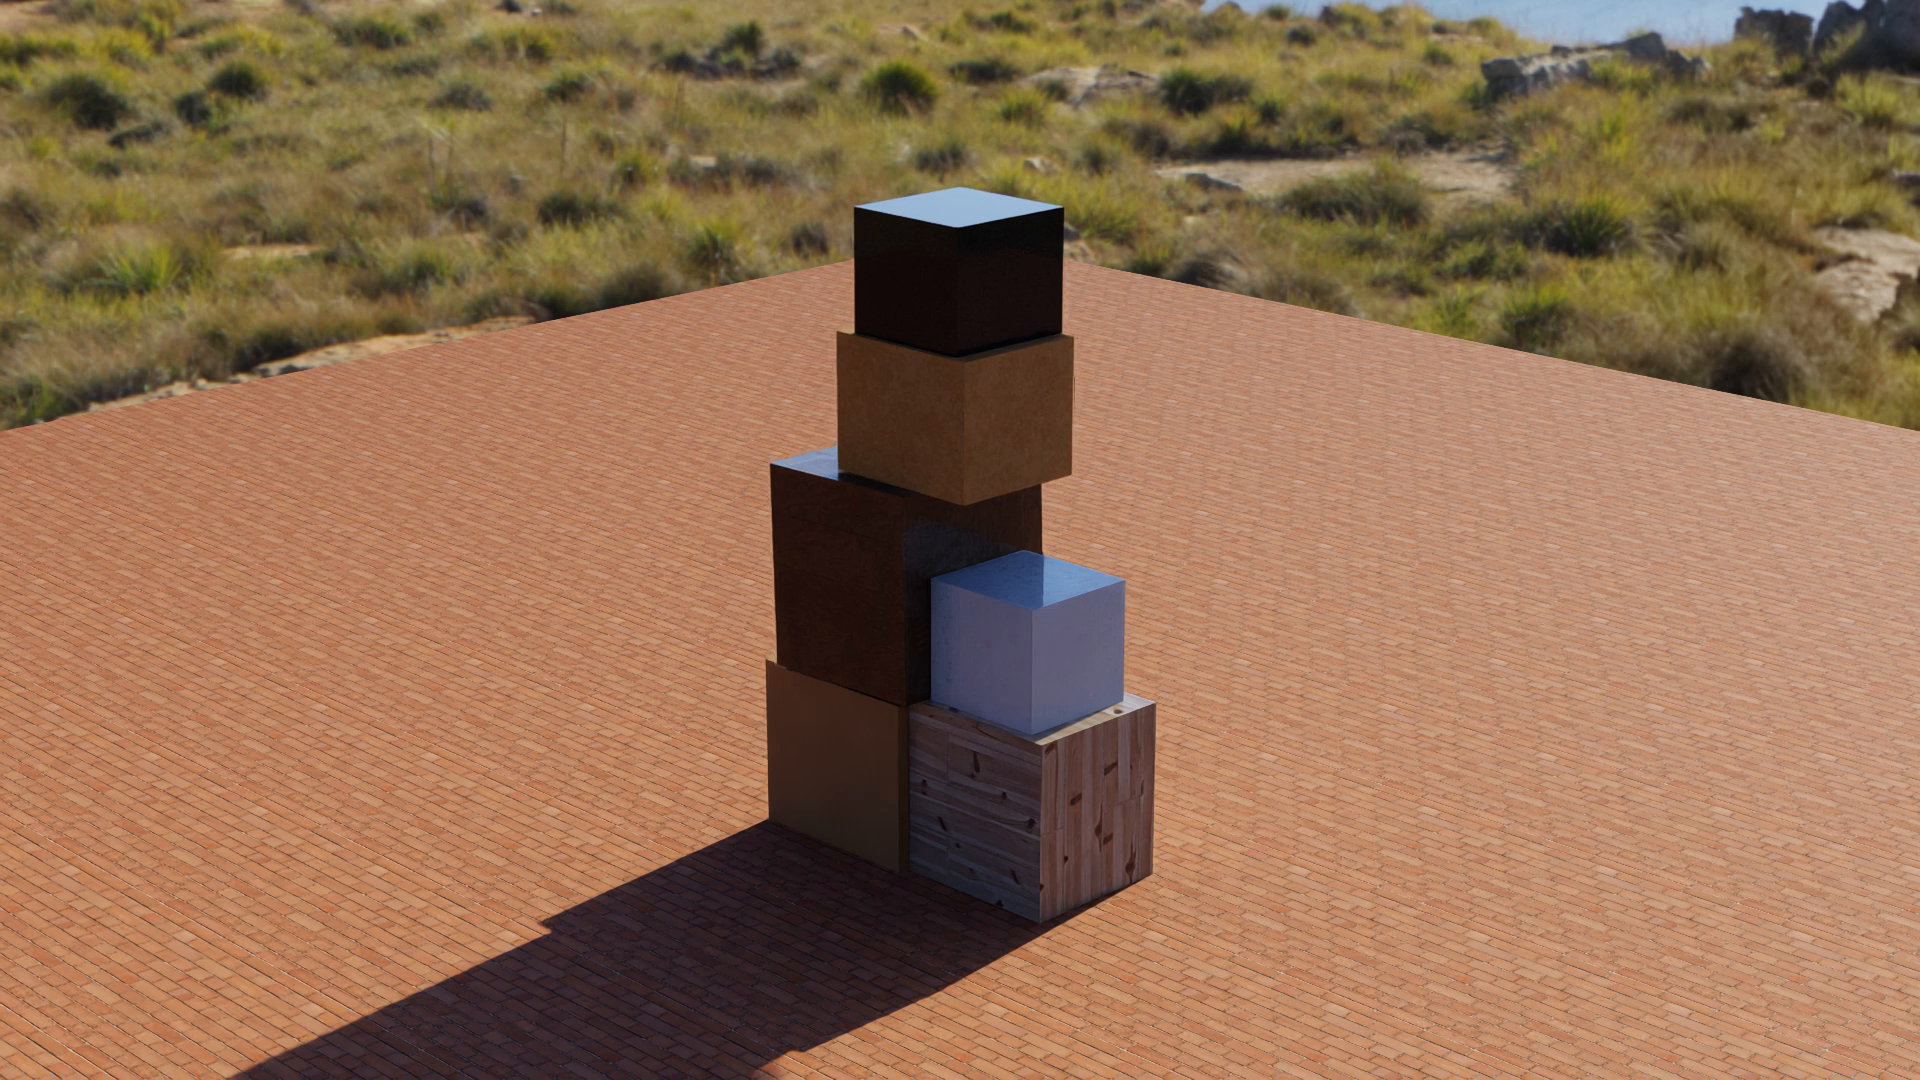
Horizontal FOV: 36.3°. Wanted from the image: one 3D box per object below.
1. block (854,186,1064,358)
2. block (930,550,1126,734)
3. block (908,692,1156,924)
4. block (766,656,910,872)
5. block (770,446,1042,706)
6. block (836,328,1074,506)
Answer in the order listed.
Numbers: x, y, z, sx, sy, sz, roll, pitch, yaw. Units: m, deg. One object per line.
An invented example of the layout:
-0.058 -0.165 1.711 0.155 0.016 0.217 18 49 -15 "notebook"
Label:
-0.006 -1.196 12.989 0.662 0.569 0.646 -17 24 -42 "block"
0.304 0.449 13.150 0.601 0.576 0.627 -17 24 -42 "block"
0.327 1.125 13.361 0.754 0.842 0.826 -17 24 -42 "block"
-0.295 0.954 13.951 0.861 0.814 0.902 -17 24 -42 "block"
-0.242 0.103 13.611 0.895 0.977 0.869 -17 23 -42 "block"
-0.024 -0.614 13.157 0.687 0.641 0.809 -17 24 -42 "block"
